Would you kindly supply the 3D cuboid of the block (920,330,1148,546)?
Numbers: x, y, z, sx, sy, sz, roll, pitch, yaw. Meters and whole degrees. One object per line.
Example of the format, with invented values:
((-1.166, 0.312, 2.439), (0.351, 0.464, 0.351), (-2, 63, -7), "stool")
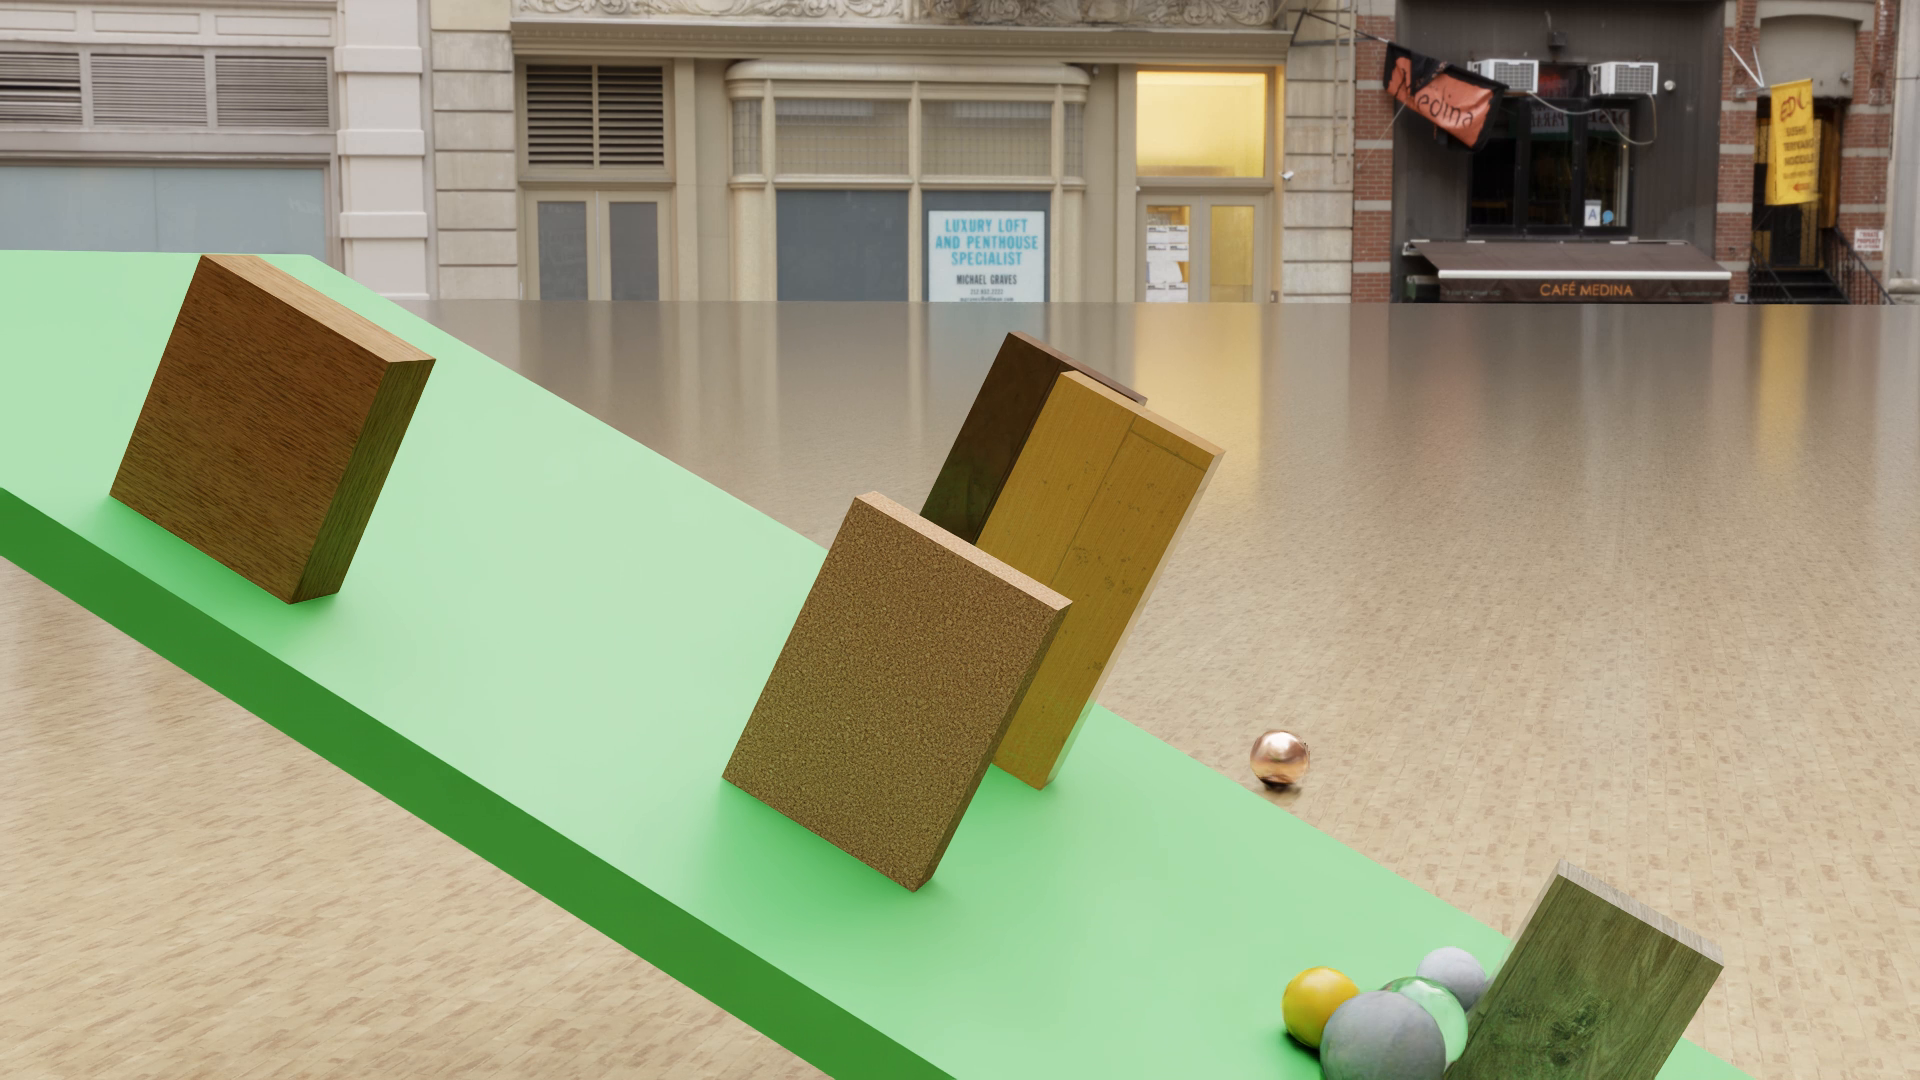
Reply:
((0.101, -0.064, 4.769), (0.316, 0.707, 0.102), (29, 14, 12), "block")

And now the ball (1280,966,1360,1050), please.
((0.616, 0.797, 3.742), (0.140, 0.140, 0.140), (0, 7, 0), "ball")

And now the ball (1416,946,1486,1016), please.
((0.892, 0.805, 3.999), (0.129, 0.129, 0.129), (0, 7, 0), "ball")

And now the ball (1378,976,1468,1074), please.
((0.786, 0.844, 3.797), (0.178, 0.178, 0.178), (0, 7, 0), "ball")

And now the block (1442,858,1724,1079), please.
((1.080, 0.829, 3.842), (0.308, 0.435, 0.111), (29, 14, 12), "block")

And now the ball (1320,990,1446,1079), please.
((0.691, 0.839, 3.590), (0.203, 0.203, 0.203), (0, 7, 0), "ball")

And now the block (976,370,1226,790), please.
((0.193, 0.080, 4.319), (0.336, 0.749, 0.121), (29, 14, 12), "block")

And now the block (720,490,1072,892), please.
((-0.108, 0.248, 3.613), (0.379, 0.535, 0.099), (29, 14, 12), "block")

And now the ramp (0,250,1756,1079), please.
((-0.238, 0.399, 4.156), (4.000, 0.100, 2.000), (29, 14, 12), "ramp")

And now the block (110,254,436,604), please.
((-1.118, -0.183, 3.571), (0.372, 0.436, 0.142), (29, 14, 12), "block")

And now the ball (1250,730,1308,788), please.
((1.152, 0.791, 7.951), (0.208, 0.208, 0.208), (0, 7, 0), "ball")
